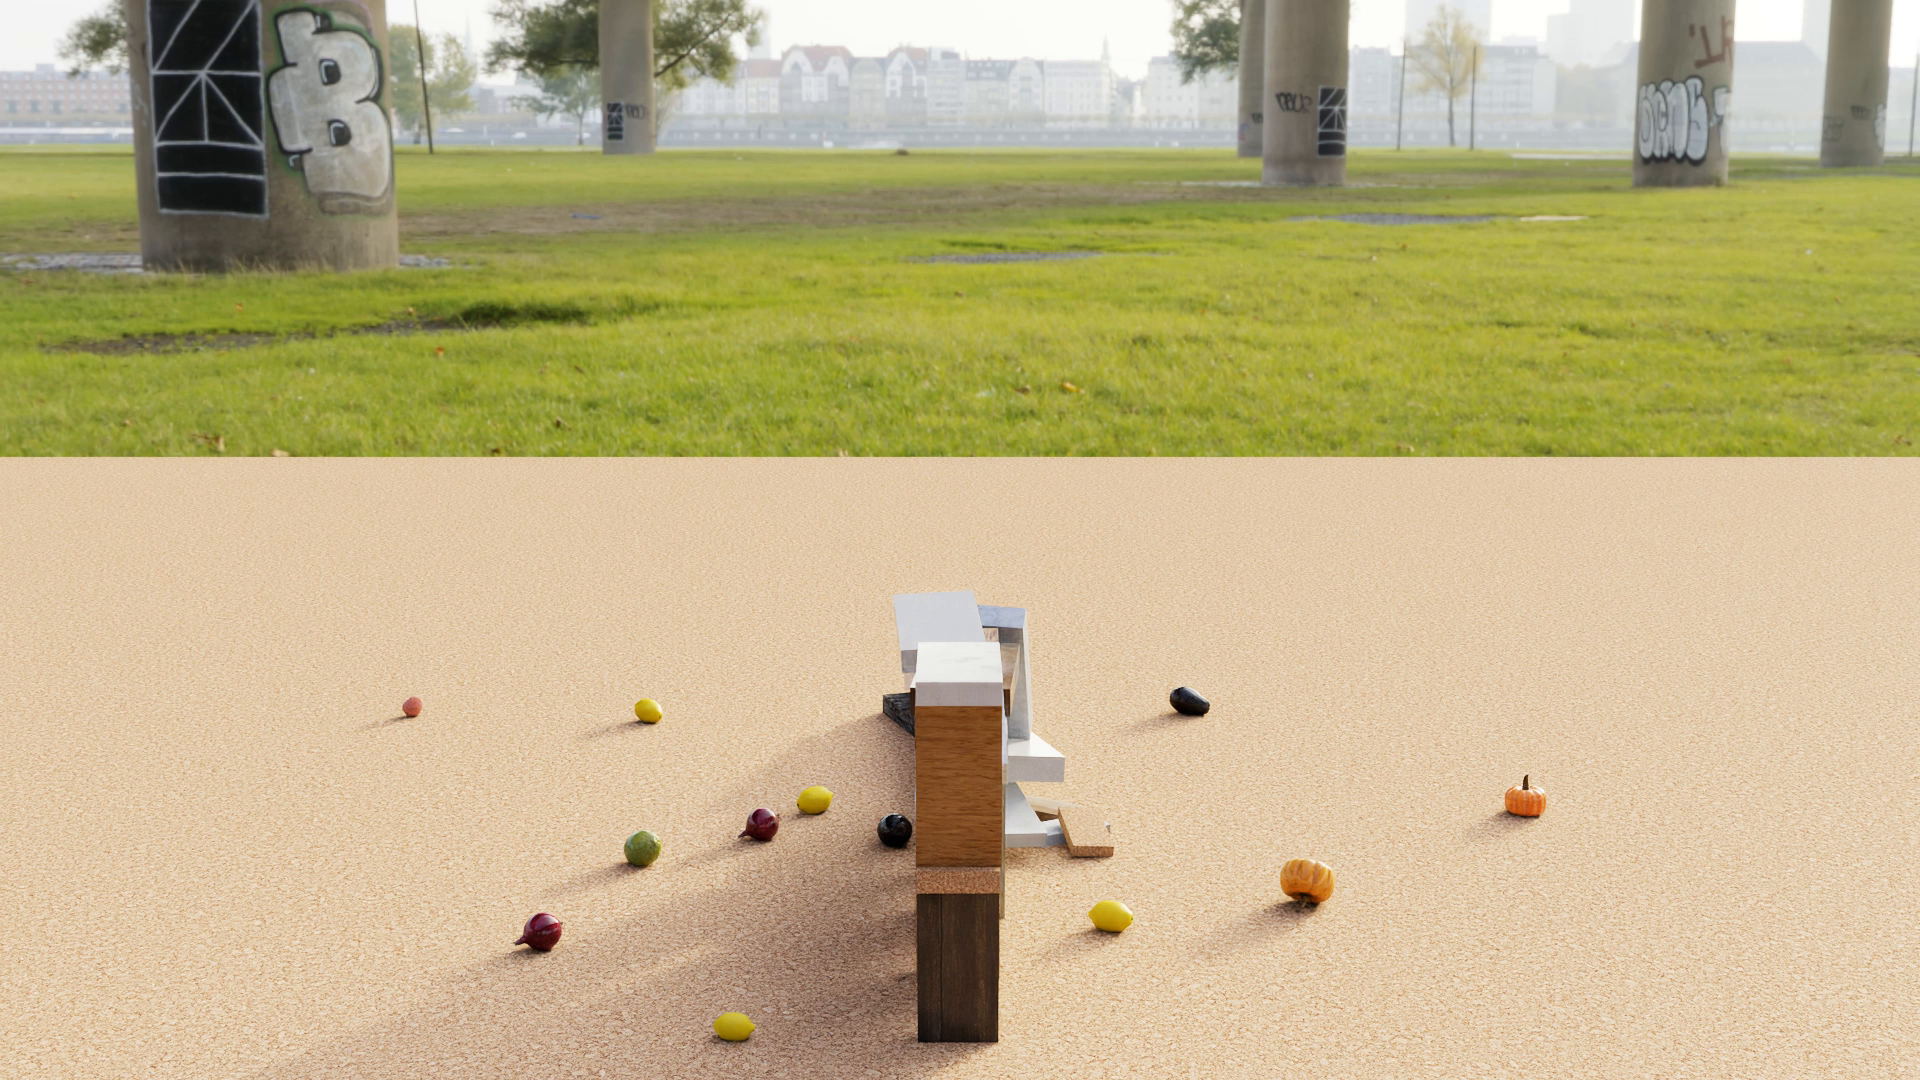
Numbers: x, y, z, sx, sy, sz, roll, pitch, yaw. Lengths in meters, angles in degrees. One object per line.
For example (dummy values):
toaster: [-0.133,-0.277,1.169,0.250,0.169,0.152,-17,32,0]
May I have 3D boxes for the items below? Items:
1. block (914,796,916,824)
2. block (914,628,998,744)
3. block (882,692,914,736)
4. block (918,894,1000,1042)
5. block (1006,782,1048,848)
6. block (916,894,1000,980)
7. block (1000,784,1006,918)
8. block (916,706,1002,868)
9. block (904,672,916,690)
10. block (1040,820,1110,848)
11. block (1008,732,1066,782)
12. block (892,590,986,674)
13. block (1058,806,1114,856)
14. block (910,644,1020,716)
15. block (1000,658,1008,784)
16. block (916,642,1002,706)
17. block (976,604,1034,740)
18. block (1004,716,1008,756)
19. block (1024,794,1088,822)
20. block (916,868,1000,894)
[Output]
block: [-0.004,0.376,3.348,0.126,0.036,0.251,0,10,0]
block: [-0.003,0.236,3.532,0.135,0.038,0.270,-1,33,1]
block: [-0.055,0.377,4.704,0.141,0.040,0.283,-4,11,-19]
block: [-0.003,0.587,3.064,0.113,0.226,0.032,0,11,0]
block: [0.072,0.478,3.908,0.100,0.028,0.201,2,26,-21]
block: [-0.003,0.532,3.293,0.126,0.251,0.036,0,11,0]
block: [0.003,0.471,3.546,0.139,0.278,0.039,0,11,0]
block: [-0.002,0.331,3.011,0.117,0.234,0.033,0,11,0]
block: [-0.022,0.293,4.708,0.141,0.040,0.283,0,-7,-13]
block: [0.190,0.524,3.968,0.146,0.021,0.073,-6,12,-29]
block: [0.075,0.393,4.070,0.163,0.046,0.326,3,4,-12]
block: [-0.035,0.147,3.575,0.135,0.038,0.270,-3,18,-4]
block: [0.223,0.518,3.913,0.073,0.021,0.146,2,21,-10]
block: [0.012,0.233,3.725,0.163,0.046,0.326,1,11,4]
block: [0.001,0.279,3.392,0.135,0.038,0.270,-2,32,0]
block: [-0.001,0.185,3.063,0.117,0.033,0.234,0,11,0]
block: [0.043,0.240,3.990,0.163,0.326,0.046,4,49,8]
block: [0.006,0.299,3.603,0.139,0.039,0.278,0,10,0]
block: [0.156,0.502,4.084,0.146,0.021,0.073,7,13,34]
block: [-0.003,0.447,3.114,0.113,0.032,0.226,0,11,0]
